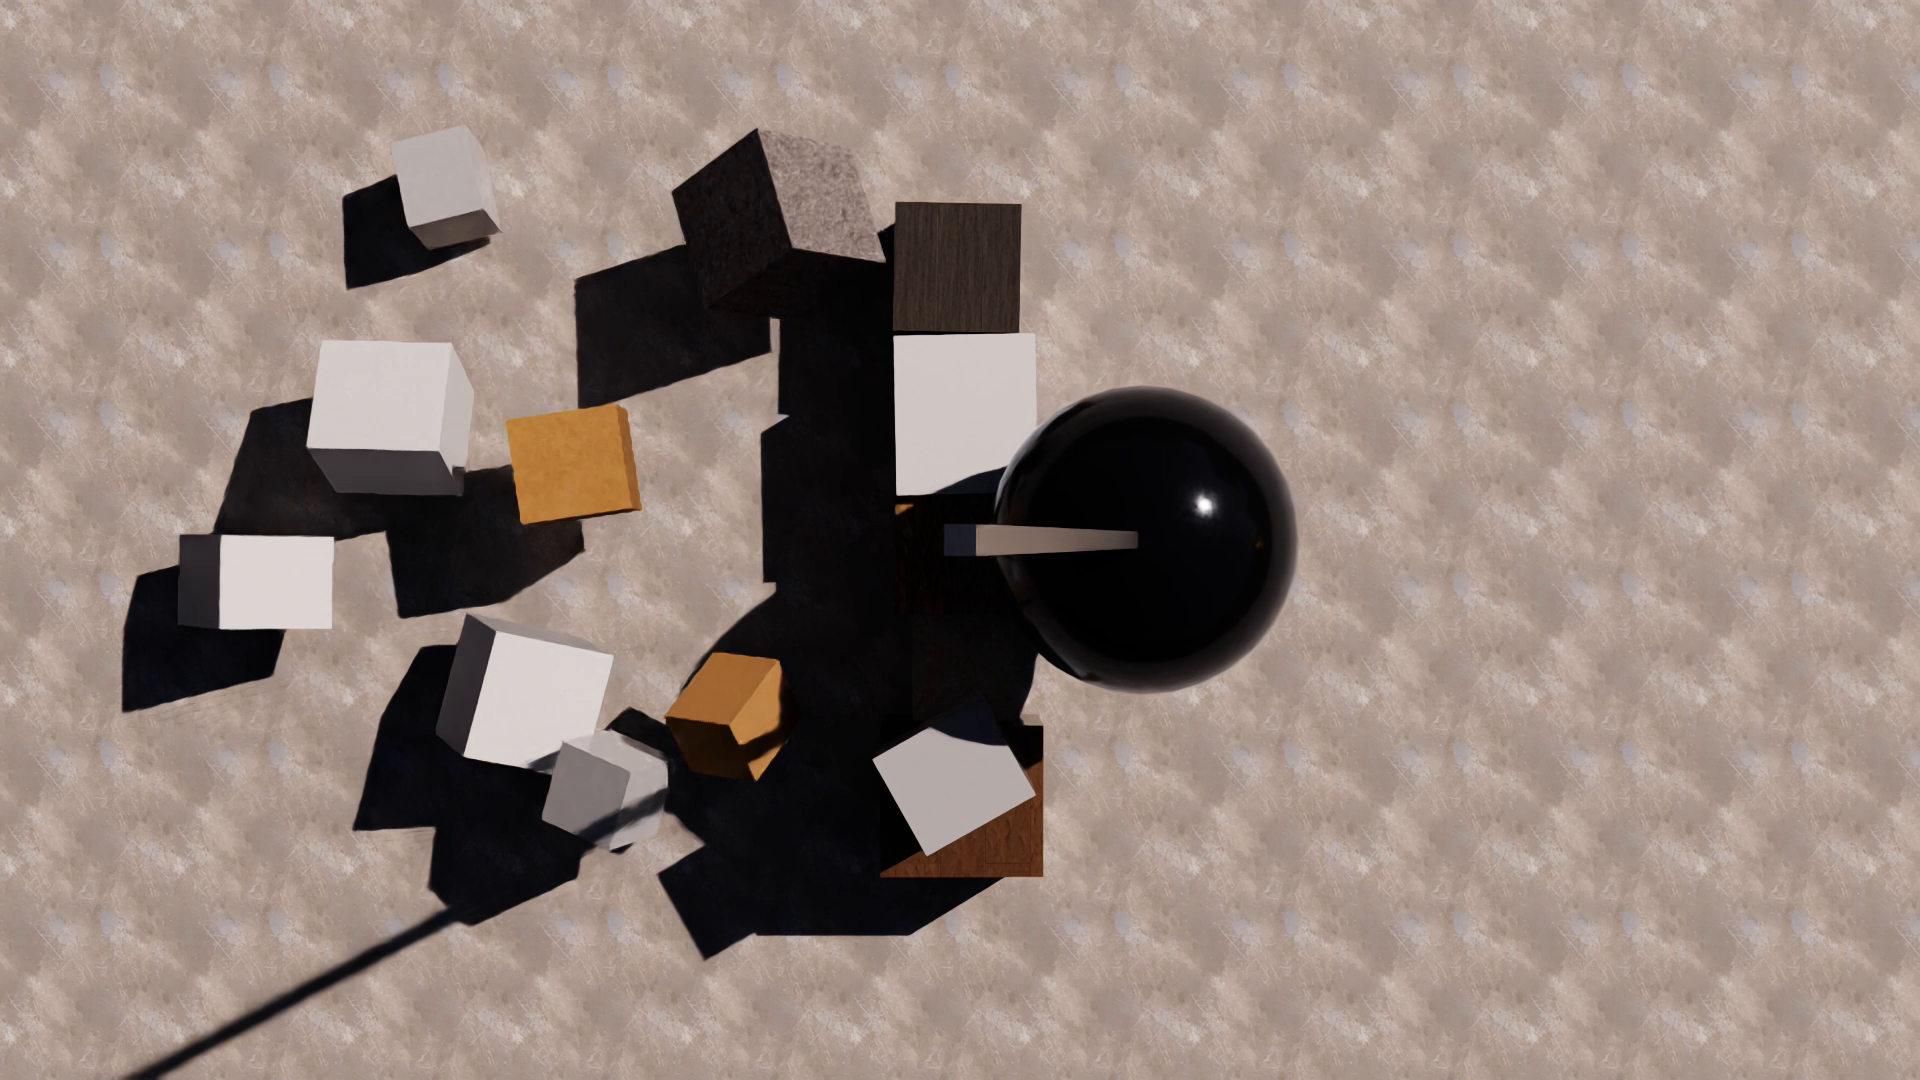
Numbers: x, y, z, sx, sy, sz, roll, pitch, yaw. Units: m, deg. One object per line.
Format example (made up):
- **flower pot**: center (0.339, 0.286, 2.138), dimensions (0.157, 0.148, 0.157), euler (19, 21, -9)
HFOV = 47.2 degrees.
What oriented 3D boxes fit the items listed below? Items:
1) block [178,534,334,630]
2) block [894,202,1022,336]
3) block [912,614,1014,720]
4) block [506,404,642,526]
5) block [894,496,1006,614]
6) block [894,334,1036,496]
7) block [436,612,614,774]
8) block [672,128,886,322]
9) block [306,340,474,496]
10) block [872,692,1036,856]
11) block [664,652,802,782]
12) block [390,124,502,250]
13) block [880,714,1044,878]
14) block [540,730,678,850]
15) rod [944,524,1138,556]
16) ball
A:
- **block**: center (-4.020, 0.234, 12.545), dimensions (0.645, 0.649, 0.518), euler (1, 90, -39)
- **block**: center (-0.015, -1.524, 12.639), dimensions (0.706, 0.721, 0.720), euler (1, 90, 0)
- **block**: center (0.017, 0.720, 12.704), dimensions (0.571, 0.593, 0.601), euler (0, 90, 0)
- **block**: center (-2.158, -0.415, 12.333), dimensions (0.609, 0.511, 0.579), euler (-9, 90, -2)
- **block**: center (-0.023, 0.085, 12.627), dimensions (0.684, 0.747, 0.660), euler (0, 90, 0)
- **block**: center (0.032, -0.696, 12.582), dimensions (0.783, 0.835, 0.882), euler (-1, 90, 0)
- **block**: center (-2.490, 0.882, 12.553), dimensions (0.702, 0.617, 0.718), euler (14, 91, -29)
- **block**: center (-1.013, -1.747, 12.296), dimensions (0.732, 0.748, 0.731), euler (-28, 71, 36)
- **block**: center (-3.241, -0.693, 12.577), dimensions (0.732, 0.650, 0.664), euler (1, 69, 0)
- **block**: center (-0.031, 1.255, 11.923), dimensions (0.663, 0.584, 0.589), euler (-29, 90, 0)
- **block**: center (-1.256, 0.981, 12.252), dimensions (0.450, 0.531, 0.429), euler (5, 132, 31)
- **block**: center (-2.973, -2.039, 12.746), dimensions (0.441, 0.417, 0.523), euler (-14, 79, 0)
- **block**: center (0.010, 1.452, 12.608), dimensions (0.906, 0.785, 0.843), euler (0, 90, 0)
- **block**: center (-1.950, 1.385, 12.253), dimensions (0.458, 0.506, 0.463), euler (21, 100, 20)
- **rod**: center (0.409, 0.000, 7.997), dimensions (0.080, 5.200, 0.080), euler (0, 90, 9)
- **ball**: center (0.943, 0.000, 11.355), dimensions (1.600, 1.600, 1.600), euler (0, 90, 0)
